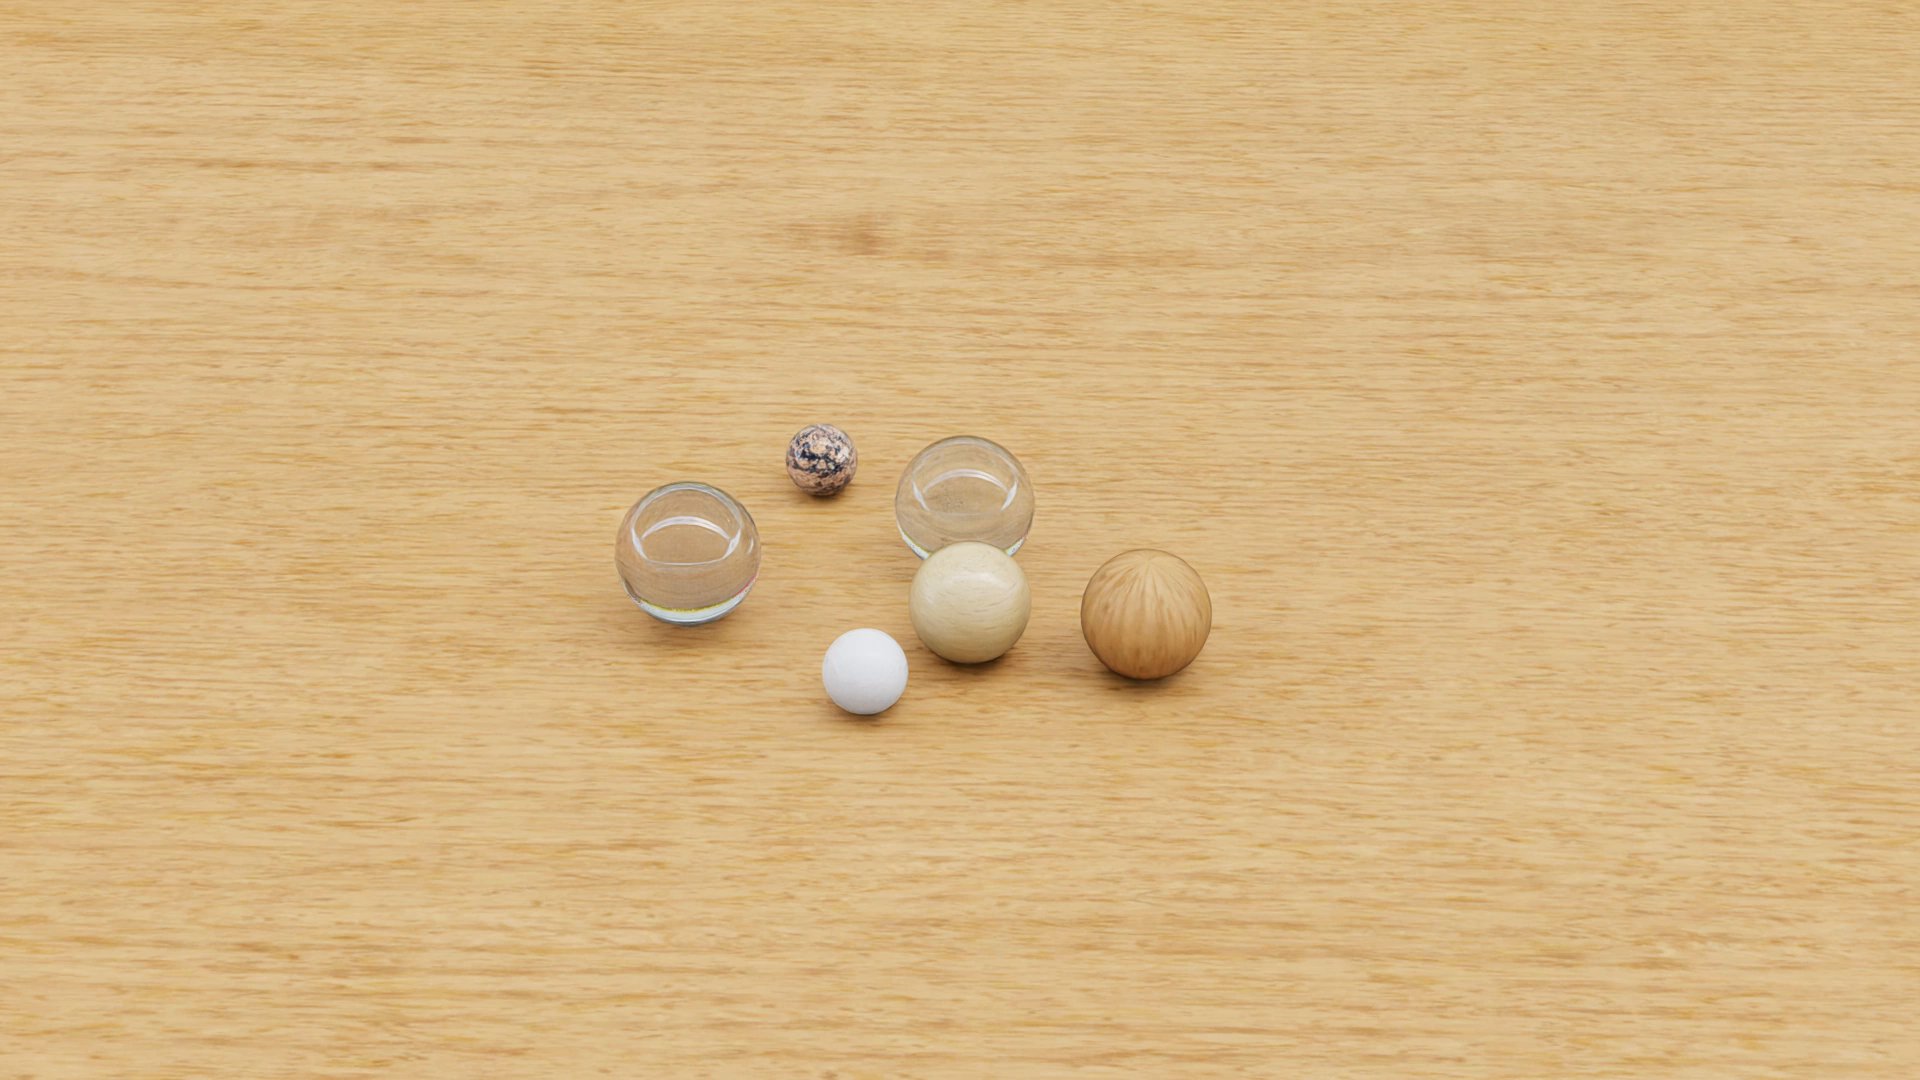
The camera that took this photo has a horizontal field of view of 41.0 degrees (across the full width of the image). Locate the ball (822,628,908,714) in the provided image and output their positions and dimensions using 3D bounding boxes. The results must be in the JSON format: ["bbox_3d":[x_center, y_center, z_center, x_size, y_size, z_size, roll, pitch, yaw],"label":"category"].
[{"bbox_3d":[-0.056,0.077,1.512,0.051,0.051,0.051,0,36,0],"label":"ball"}]

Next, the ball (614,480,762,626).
[{"bbox_3d":[-0.167,0.008,1.574,0.090,0.090,0.090,0,36,0],"label":"ball"}]

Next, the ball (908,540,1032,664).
[{"bbox_3d":[0.006,0.037,1.547,0.075,0.075,0.075,0,36,0],"label":"ball"}]

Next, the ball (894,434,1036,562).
[{"bbox_3d":[0.003,-0.022,1.616,0.089,0.089,0.089,0,36,0],"label":"ball"}]

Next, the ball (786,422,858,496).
[{"bbox_3d":[-0.091,-0.053,1.692,0.048,0.048,0.048,0,36,0],"label":"ball"}]

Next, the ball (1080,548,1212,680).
[{"bbox_3d":[0.111,0.044,1.534,0.079,0.079,0.079,0,36,0],"label":"ball"}]
